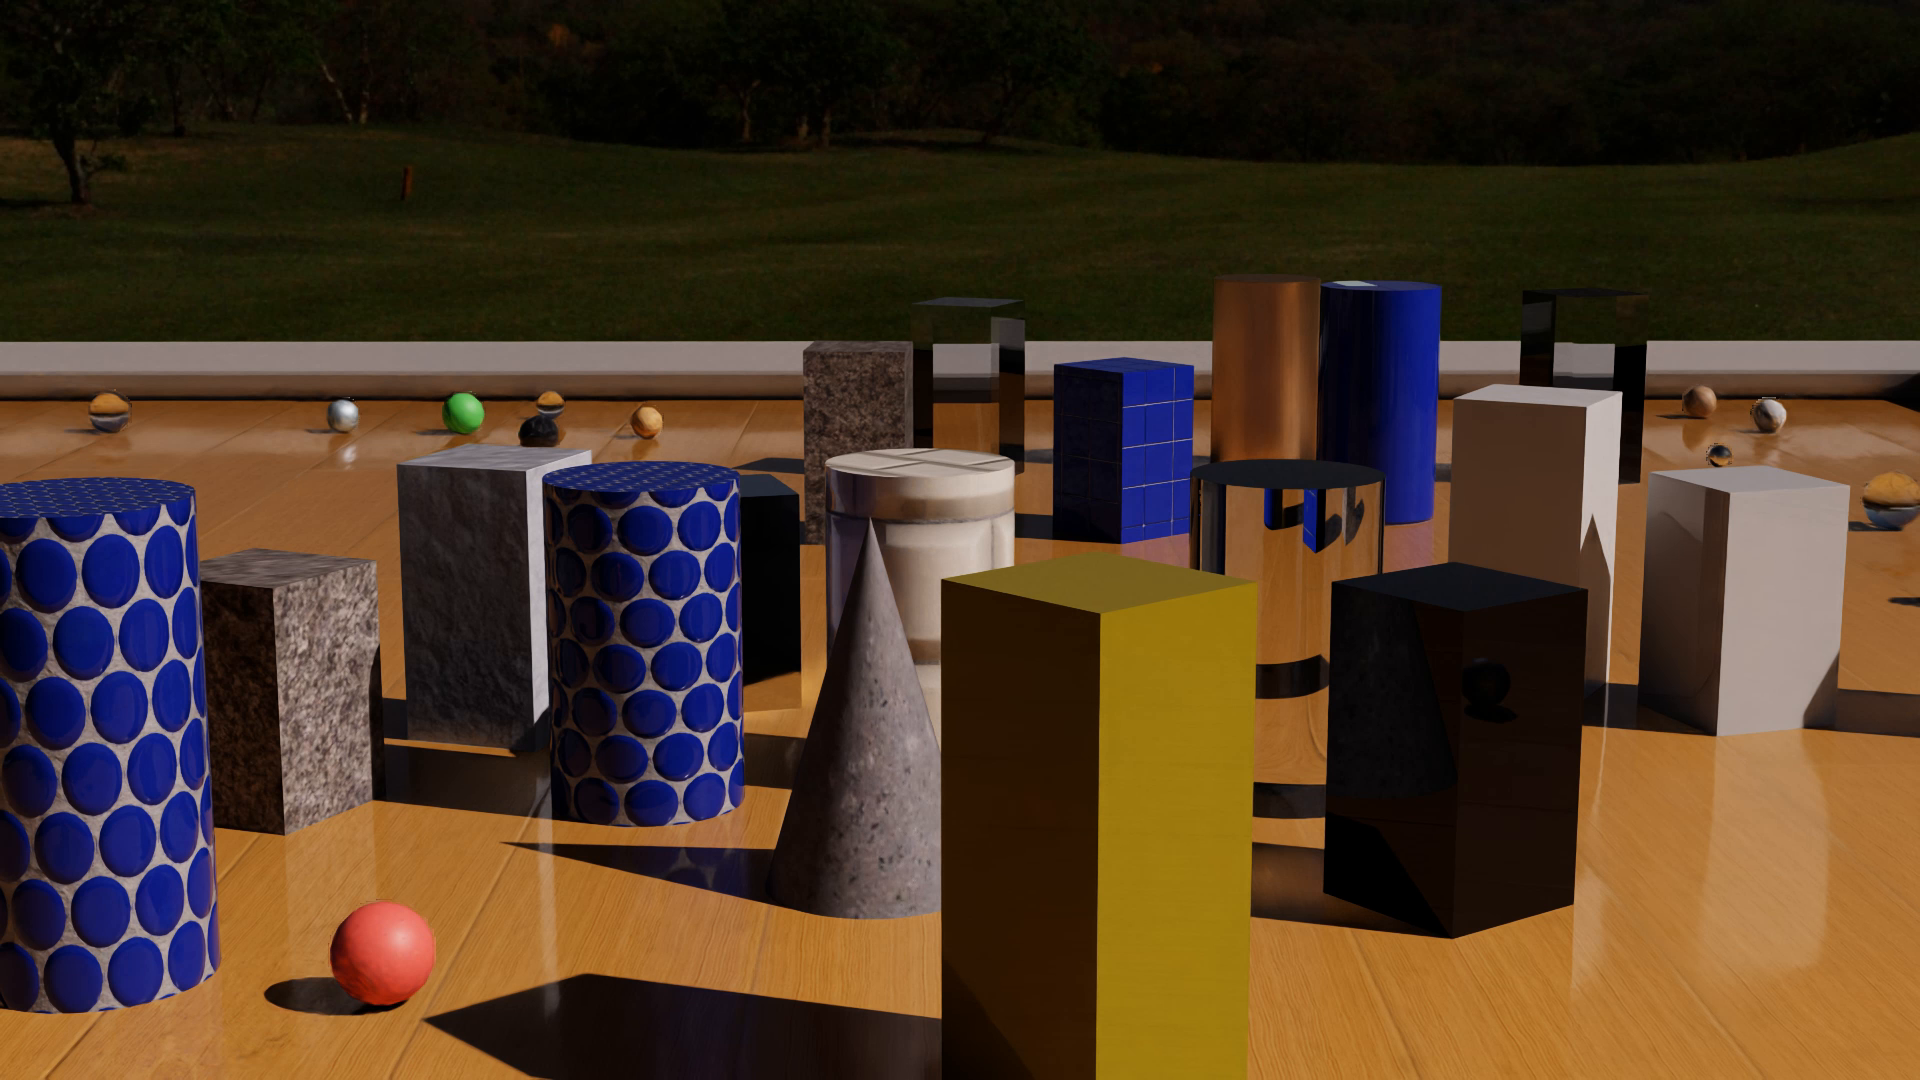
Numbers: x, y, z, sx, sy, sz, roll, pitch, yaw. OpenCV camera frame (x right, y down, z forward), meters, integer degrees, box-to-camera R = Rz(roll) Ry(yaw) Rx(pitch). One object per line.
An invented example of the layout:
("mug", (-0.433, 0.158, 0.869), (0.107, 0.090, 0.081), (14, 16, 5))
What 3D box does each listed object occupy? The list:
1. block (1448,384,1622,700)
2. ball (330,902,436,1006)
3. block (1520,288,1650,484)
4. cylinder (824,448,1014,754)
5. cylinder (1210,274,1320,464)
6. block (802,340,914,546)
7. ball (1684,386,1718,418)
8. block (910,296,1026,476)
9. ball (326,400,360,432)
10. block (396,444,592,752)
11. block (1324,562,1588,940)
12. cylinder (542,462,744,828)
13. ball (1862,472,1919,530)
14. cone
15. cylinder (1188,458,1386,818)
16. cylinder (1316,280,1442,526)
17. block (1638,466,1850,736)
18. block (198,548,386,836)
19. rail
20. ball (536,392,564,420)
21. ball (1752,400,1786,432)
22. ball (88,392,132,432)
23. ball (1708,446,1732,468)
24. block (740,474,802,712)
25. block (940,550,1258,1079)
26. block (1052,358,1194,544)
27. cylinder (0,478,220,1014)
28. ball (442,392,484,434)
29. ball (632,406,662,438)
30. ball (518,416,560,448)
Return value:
("block", (0.671, 0.003, 3.006), (0.154, 0.347, 0.154), (6, 12, 28))
("ball", (-0.452, 0.324, 2.008), (0.080, 0.080, 0.080), (0, 11, 0))
("block", (1.094, -0.270, 4.518), (0.154, 0.331, 0.154), (-4, 11, -22))
("cylinder", (-0.041, 0.082, 2.630), (0.193, 0.328, 0.193), (0, 11, 0))
("cylinder", (0.554, -0.303, 4.657), (0.193, 0.345, 0.193), (0, 11, 0))
("block", (-0.155, -0.152, 3.973), (0.154, 0.298, 0.154), (1, 11, 4))
("ball", (1.538, -0.286, 5.328), (0.067, 0.067, 0.067), (0, 11, 0))
("block", (0.014, -0.268, 4.561), (0.154, 0.311, 0.154), (5, 11, 24))
("ball", (-1.233, -0.248, 5.125), (0.065, 0.065, 0.065), (0, 11, 0))
("block", (-0.505, 0.059, 2.816), (0.154, 0.305, 0.154), (3, 11, 18))
("block", (0.431, 0.178, 2.241), (0.154, 0.282, 0.154), (-8, 13, -36))
("cylinder", (-0.312, 0.099, 2.543), (0.193, 0.328, 0.193), (0, 11, 0))
("ball", (1.475, -0.063, 4.058), (0.092, 0.092, 0.092), (0, 11, 0))
("cone", (-0.079, 0.144, 2.275), (0.193, 0.336, 0.193), (0, 11, 0))
("cylinder", (0.325, 0.095, 2.569), (0.193, 0.326, 0.193), (0, 11, 0))
("cylinder", (0.675, -0.224, 4.151), (0.193, 0.375, 0.193), (0, 11, 0))
("block", (0.877, 0.065, 2.882), (0.154, 0.271, 0.154), (-4, 11, -18))
("block", (-0.681, 0.145, 2.530), (0.154, 0.241, 0.154), (5, 12, 25))
("rail", (-0.013, -0.368, 5.604), (4.350, 0.125, 0.045), (0, 11, 0))
("ball", (-0.847, -0.279, 5.313), (0.058, 0.058, 0.058), (0, 11, 0))
("ball", (1.619, -0.249, 5.132), (0.064, 0.064, 0.064), (0, 11, 0))
("ball", (-1.696, -0.255, 5.118), (0.081, 0.081, 0.081), (0, 11, 0))
("ball", (1.386, -0.152, 4.679), (0.040, 0.040, 0.040), (0, 11, 0))
("block", (-0.277, 0.061, 2.963), (0.154, 0.248, 0.154), (-3, 11, -16))
("block", (0.096, 0.212, 1.800), (0.154, 0.376, 0.154), (-10, 14, -42))
("block", (0.255, -0.143, 4.017), (0.154, 0.264, 0.154), (-9, 14, -40))
("cylinder", (-0.701, 0.158, 2.050), (0.193, 0.391, 0.193), (0, 11, 0))
("ball", (-0.987, -0.251, 5.094), (0.082, 0.082, 0.082), (0, 11, 0))
("ball", (-0.616, -0.232, 5.047), (0.062, 0.062, 0.062), (0, 11, 0))
("ball", (-0.790, -0.196, 4.817), (0.075, 0.075, 0.075), (0, 11, 0))
